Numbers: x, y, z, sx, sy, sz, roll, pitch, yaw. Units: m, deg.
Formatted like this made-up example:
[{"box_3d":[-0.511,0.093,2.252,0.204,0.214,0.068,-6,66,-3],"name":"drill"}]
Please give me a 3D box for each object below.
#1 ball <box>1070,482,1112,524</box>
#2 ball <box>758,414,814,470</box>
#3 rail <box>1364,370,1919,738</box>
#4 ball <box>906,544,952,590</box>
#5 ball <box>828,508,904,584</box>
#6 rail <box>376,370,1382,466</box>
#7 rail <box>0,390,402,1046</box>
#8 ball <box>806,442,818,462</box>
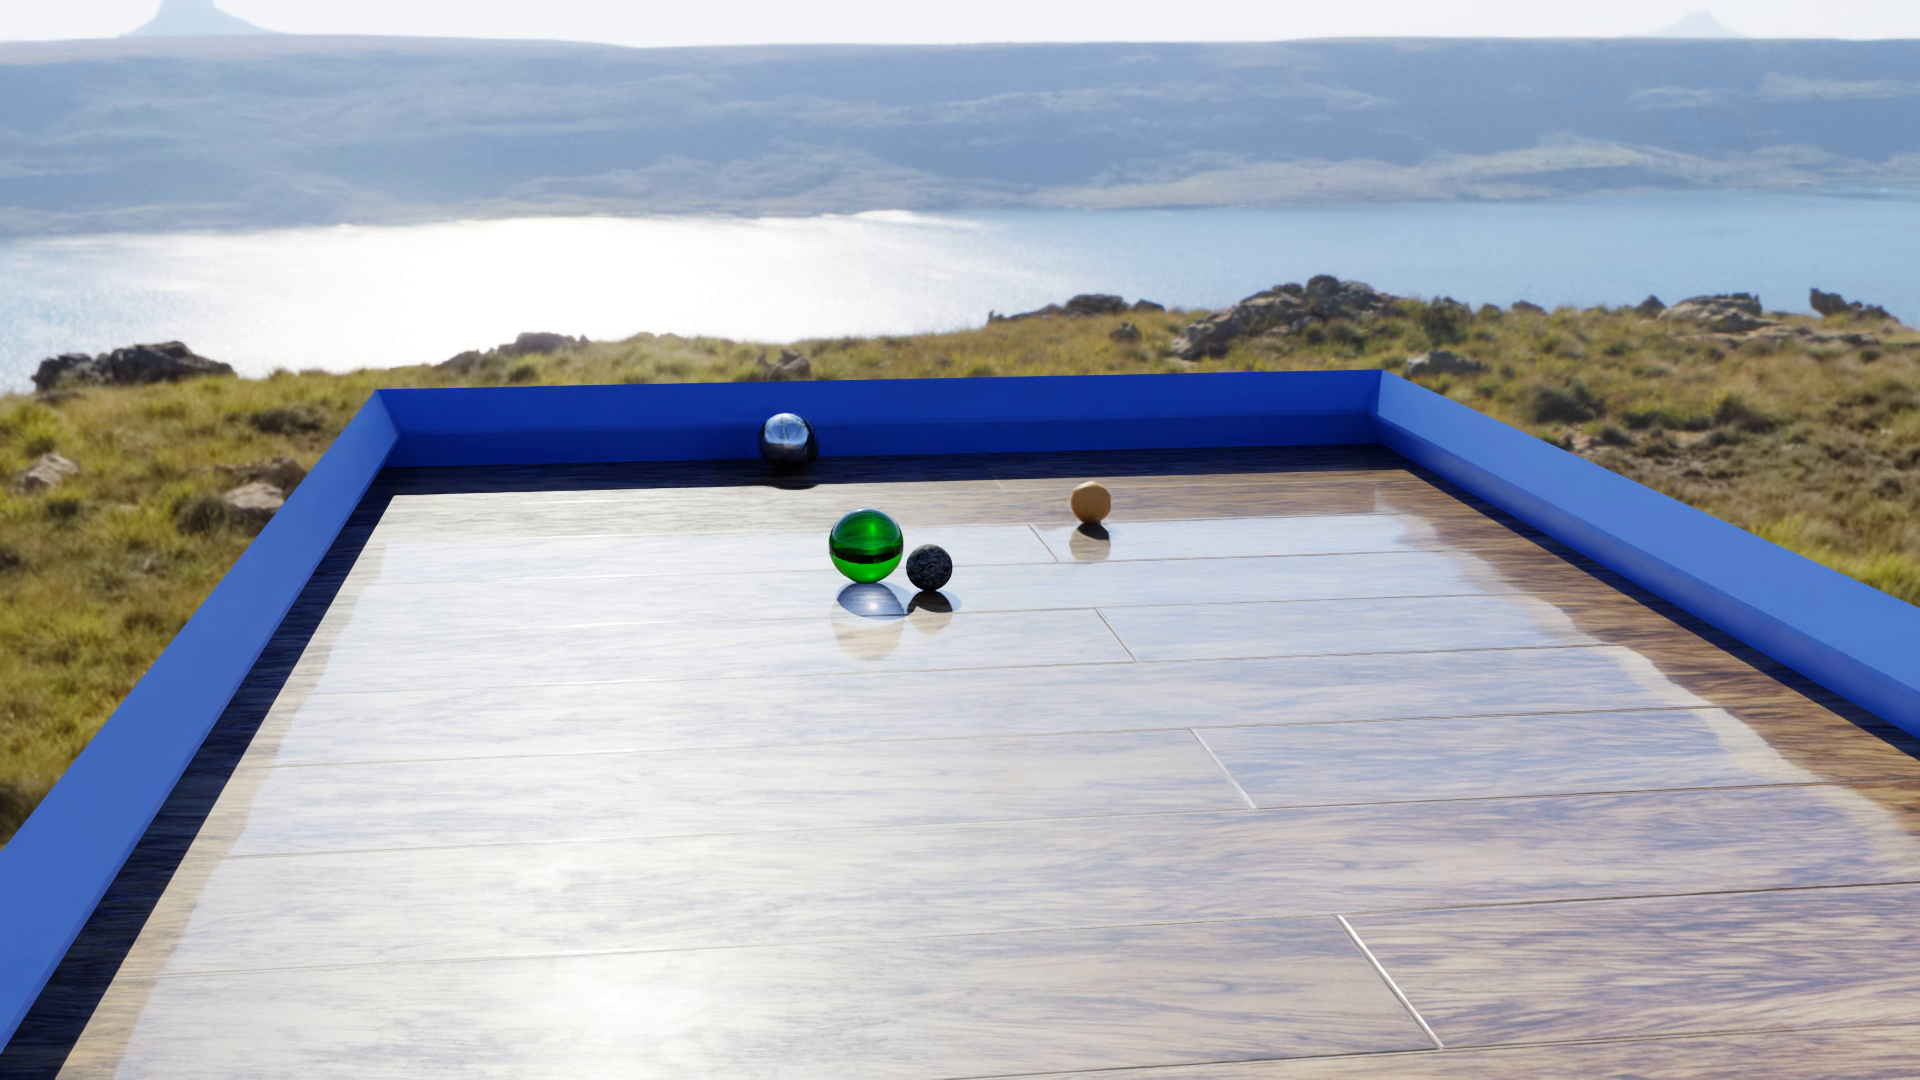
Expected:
[{"box_3d":[0.192,-0.055,3.229,0.061,0.061,0.061,0,13,0],"name":"ball"},{"box_3d":[-0.287,-0.163,3.639,0.093,0.093,0.093,0,13,0],"name":"ball"},{"box_3d":[0.943,0.127,2.259,0.045,0.129,3.334,-2,13,-7],"name":"rail"},{"box_3d":[-0.040,0.035,2.829,0.061,0.061,0.061,0,13,0],"name":"ball"},{"box_3d":[-0.122,0.007,2.866,0.099,0.099,0.099,0,13,0],"name":"ball"},{"box_3d":[-0.108,-0.205,3.739,1.726,0.129,0.045,-2,13,-7],"name":"rail"},{"box_3d":[-0.720,0.176,2.040,0.045,0.129,3.334,-2,13,-7],"name":"rail"},{"box_3d":[-0.260,-0.153,3.711,0.040,0.040,0.040,0,13,0],"name":"ball"}]
